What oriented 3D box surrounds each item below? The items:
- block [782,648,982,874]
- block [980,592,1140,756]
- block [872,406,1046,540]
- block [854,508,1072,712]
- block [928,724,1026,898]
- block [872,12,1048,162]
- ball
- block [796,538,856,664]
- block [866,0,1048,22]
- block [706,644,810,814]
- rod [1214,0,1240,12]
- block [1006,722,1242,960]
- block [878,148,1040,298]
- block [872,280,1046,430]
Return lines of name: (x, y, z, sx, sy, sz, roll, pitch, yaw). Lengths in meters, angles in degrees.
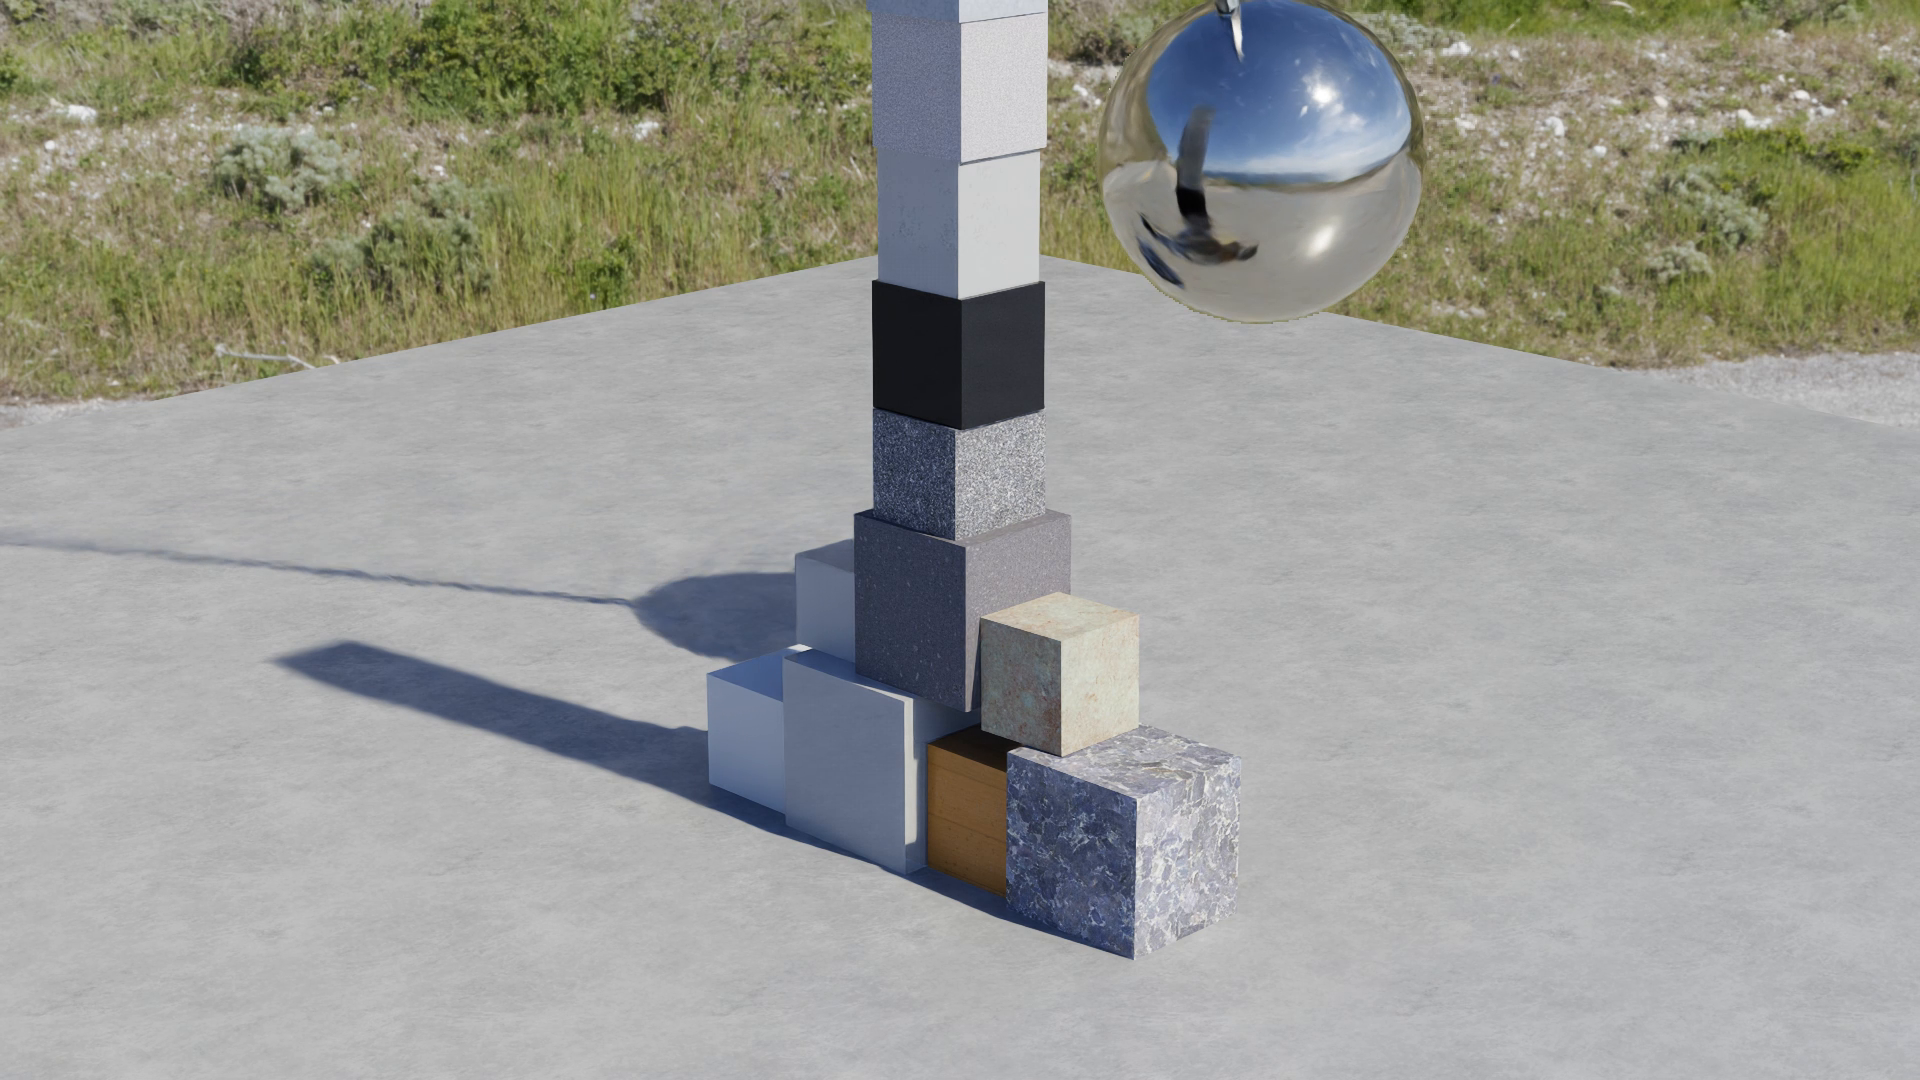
block: (-0.249, 0.956, 13.890, 0.828, 0.846, 0.825, -17, 24, -42)
block: (0.446, 0.592, 13.086, 0.506, 0.533, 0.492, -17, 23, -42)
block: (-0.003, -0.353, 13.228, 0.575, 0.506, 0.525, -17, 24, -42)
block: (0.012, 0.253, 13.429, 0.680, 0.772, 0.718, -17, 24, -42)
block: (0.252, 1.217, 13.456, 0.573, 0.609, 0.560, -17, 24, -42)
block: (-0.002, -1.998, 12.712, 0.526, 0.589, 0.547, -17, 24, -42)
ball: (1.467, -1.864, 14.294, 1.600, 1.600, 1.600, 0, 17, 0)
block: (-0.422, 0.277, 13.899, 0.506, 0.445, 0.498, -17, 24, -42)
block: (-0.013, -2.505, 12.541, 0.539, 0.482, 0.564, -17, 24, -42)
block: (-0.777, 0.927, 14.435, 0.665, 0.576, 0.648, -17, 24, -42)
rod: (0.636, -4.658, 12.544, 0.080, 5.200, 0.080, 17, 44, 42)
block: (0.719, 1.297, 12.974, 0.684, 0.747, 0.765, -17, 24, -42)
block: (-0.006, -1.431, 12.885, 0.504, 0.597, 0.502, -17, 24, -42)
block: (-0.007, -0.869, 13.061, 0.523, 0.579, 0.563, -17, 24, -42)
